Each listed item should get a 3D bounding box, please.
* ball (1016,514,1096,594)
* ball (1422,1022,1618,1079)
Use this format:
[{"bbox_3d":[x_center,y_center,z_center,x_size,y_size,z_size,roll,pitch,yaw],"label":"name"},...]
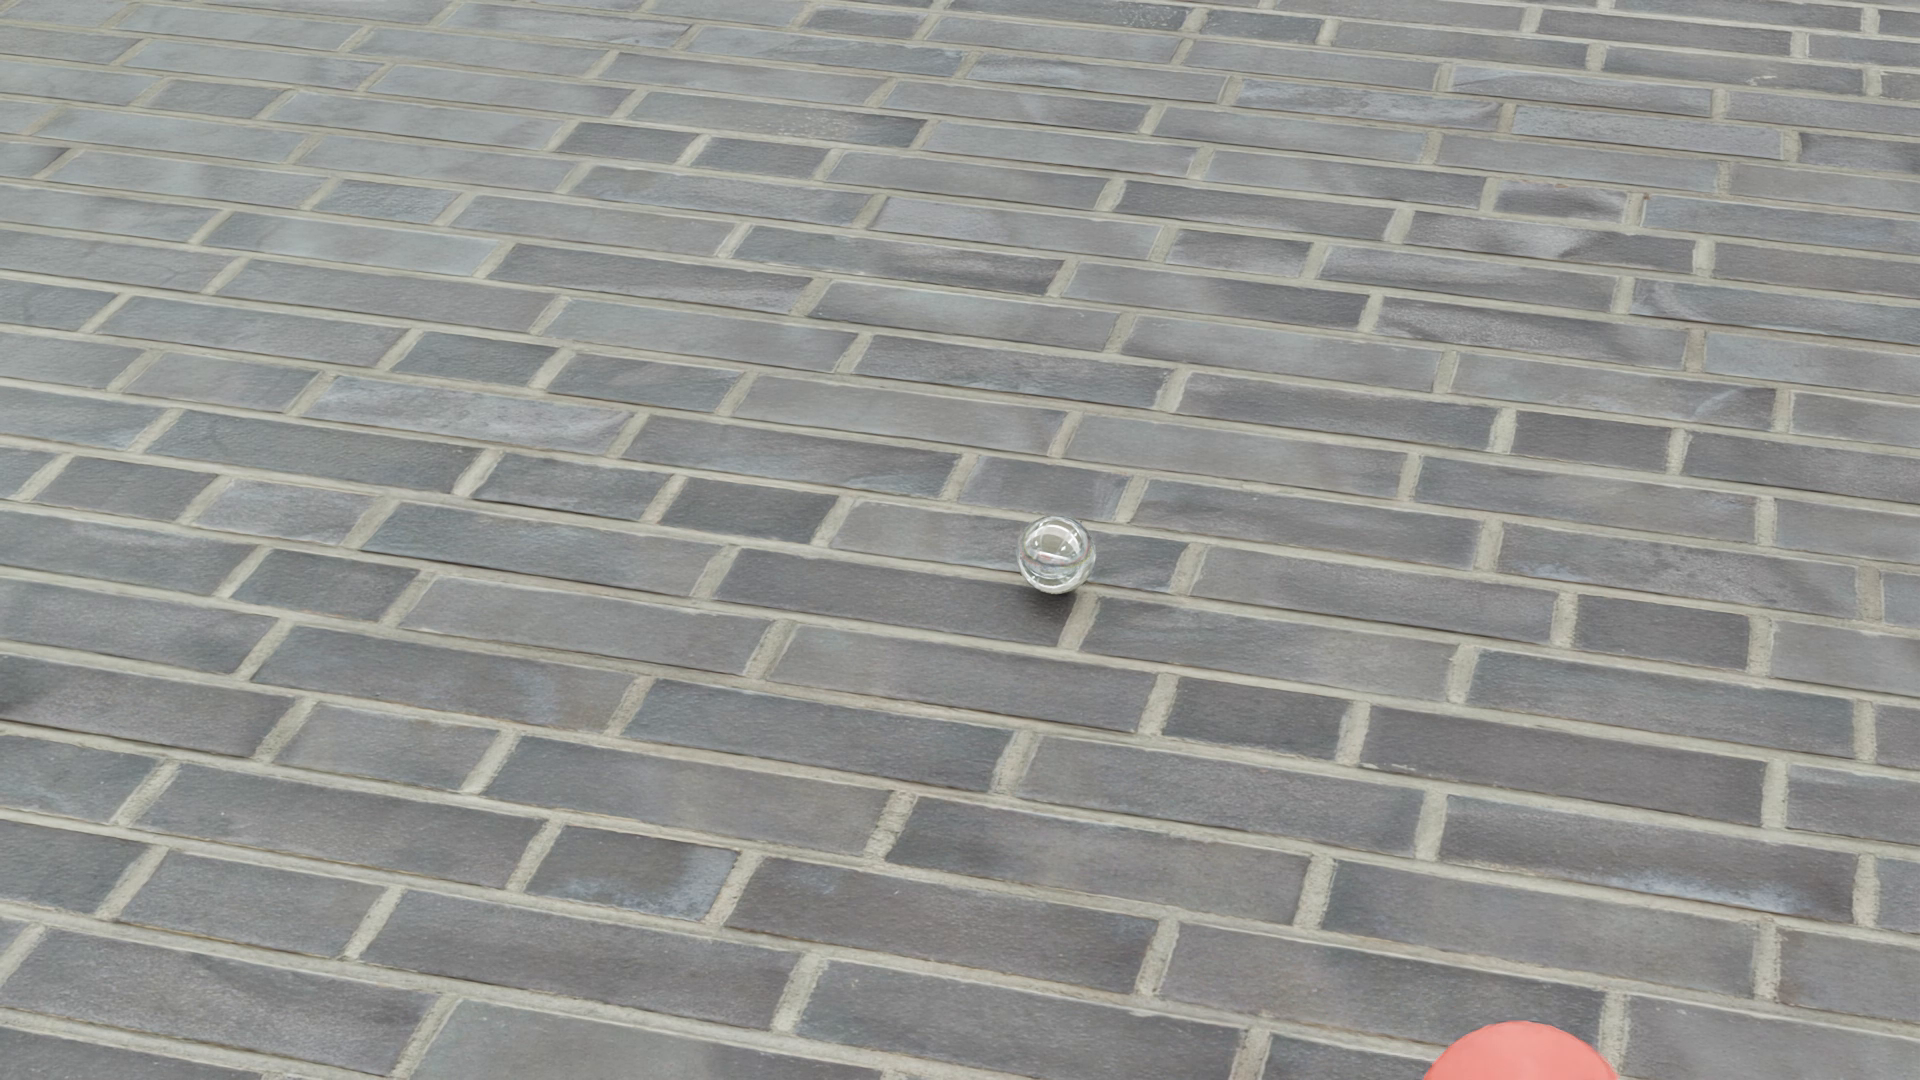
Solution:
[{"bbox_3d":[0.052,0.008,1.583,0.043,0.043,0.043,0,31,0],"label":"ball"},{"bbox_3d":[0.223,0.235,1.165,0.087,0.087,0.087,0,31,0],"label":"ball"}]
